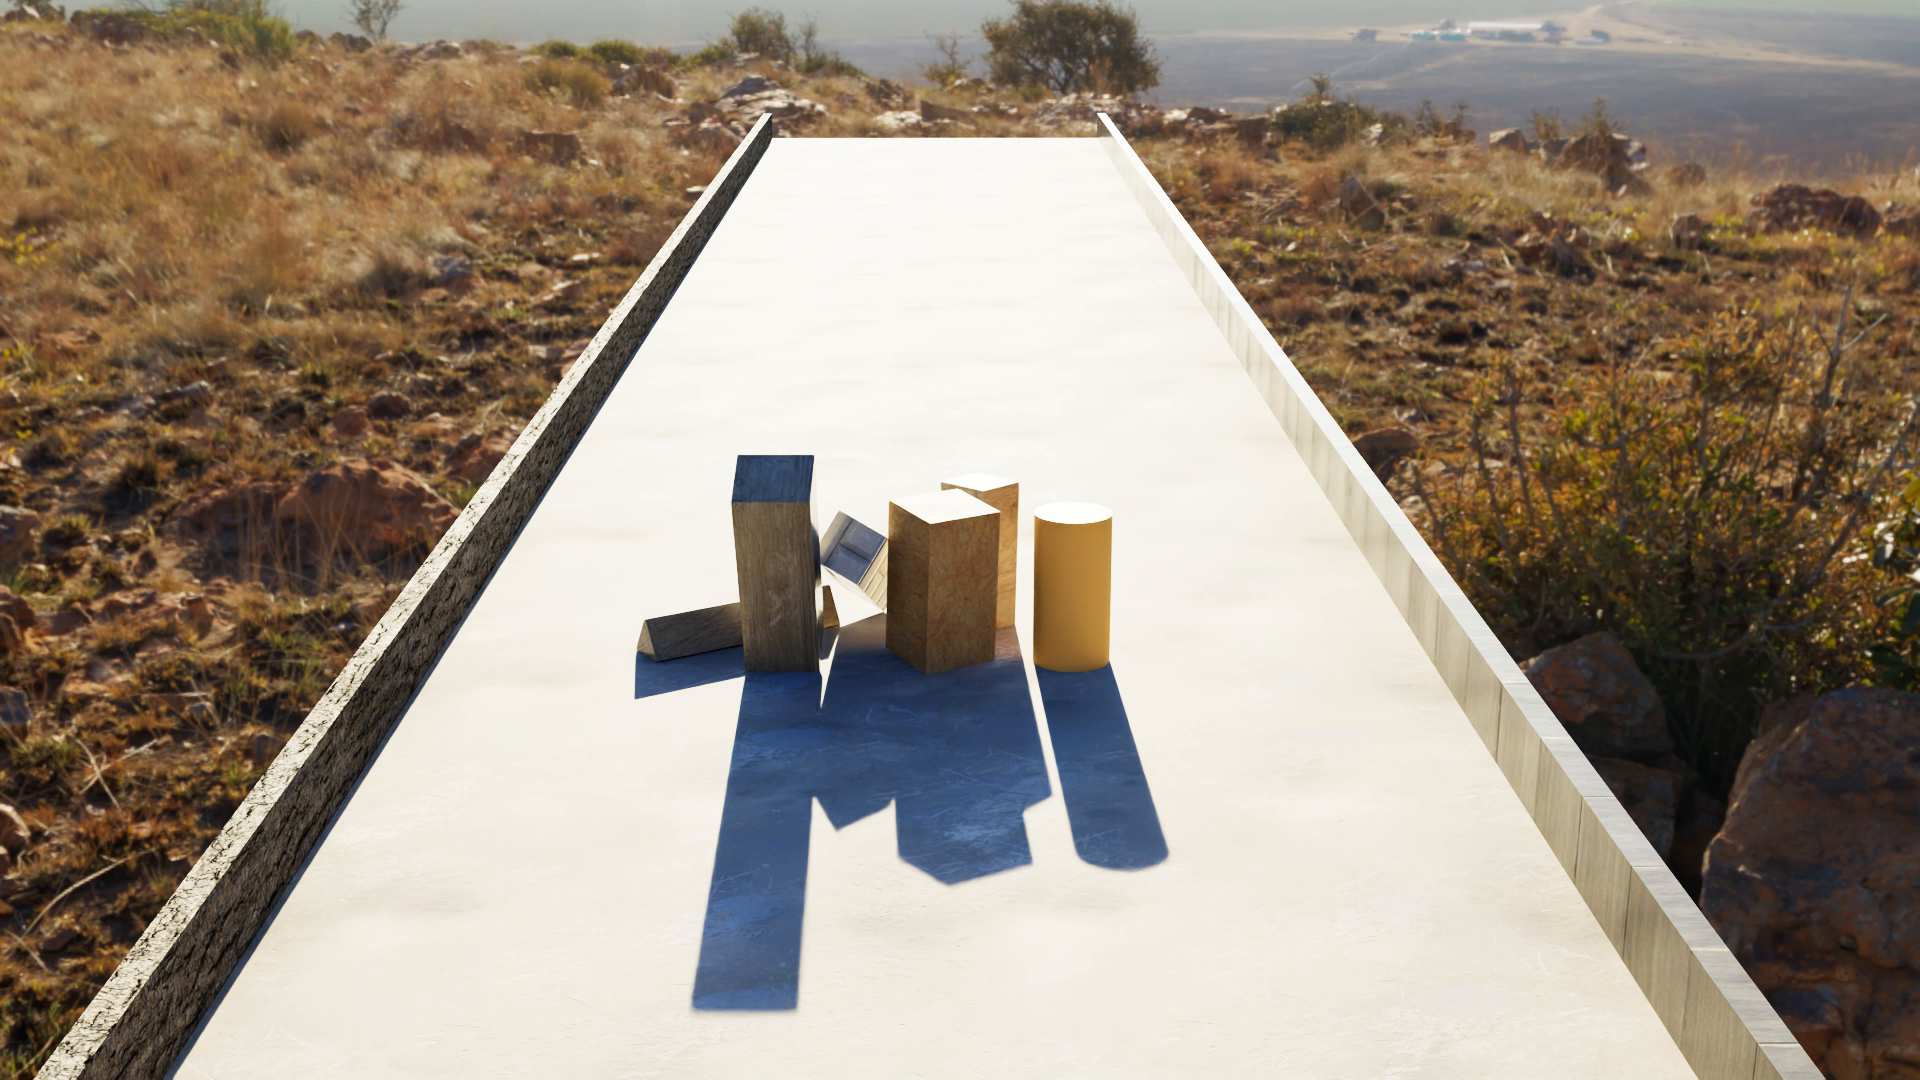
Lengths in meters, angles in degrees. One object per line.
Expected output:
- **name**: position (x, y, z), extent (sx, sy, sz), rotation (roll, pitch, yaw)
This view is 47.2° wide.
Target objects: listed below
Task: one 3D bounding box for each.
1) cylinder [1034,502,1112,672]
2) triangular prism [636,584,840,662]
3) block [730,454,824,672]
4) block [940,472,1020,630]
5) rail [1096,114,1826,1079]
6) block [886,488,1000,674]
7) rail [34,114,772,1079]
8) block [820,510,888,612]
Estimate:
- **cylinder**: position (0.223, 0.093, 4.376), extent (0.154, 0.307, 0.154), rotation (0, 17, 0)
- **triangular prism**: position (-0.454, 0.163, 4.532), extent (0.425, 0.079, 0.092), rotation (-11, 20, -32)
- **block**: position (-0.351, 0.049, 4.273), extent (0.147, 0.427, 0.147), rotation (0, 39, 0)
- **block**: position (0.038, 0.028, 4.585), extent (0.116, 0.308, 0.116), rotation (14, 19, 39)
- **rail**: position (0.932, -0.844, 7.801), extent (0.050, 0.150, 12.000), rotation (0, 17, -1)
- **block**: position (-0.036, 0.081, 4.383), extent (0.161, 0.316, 0.161), rotation (-10, 23, -30)
- **rail**: position (-1.118, -0.838, 7.780), extent (0.050, 0.150, 12.000), rotation (0, 17, -1)
- **block**: position (-0.202, 0.047, 4.546), extent (0.111, 0.111, 0.368), rotation (30, -6, 11)
